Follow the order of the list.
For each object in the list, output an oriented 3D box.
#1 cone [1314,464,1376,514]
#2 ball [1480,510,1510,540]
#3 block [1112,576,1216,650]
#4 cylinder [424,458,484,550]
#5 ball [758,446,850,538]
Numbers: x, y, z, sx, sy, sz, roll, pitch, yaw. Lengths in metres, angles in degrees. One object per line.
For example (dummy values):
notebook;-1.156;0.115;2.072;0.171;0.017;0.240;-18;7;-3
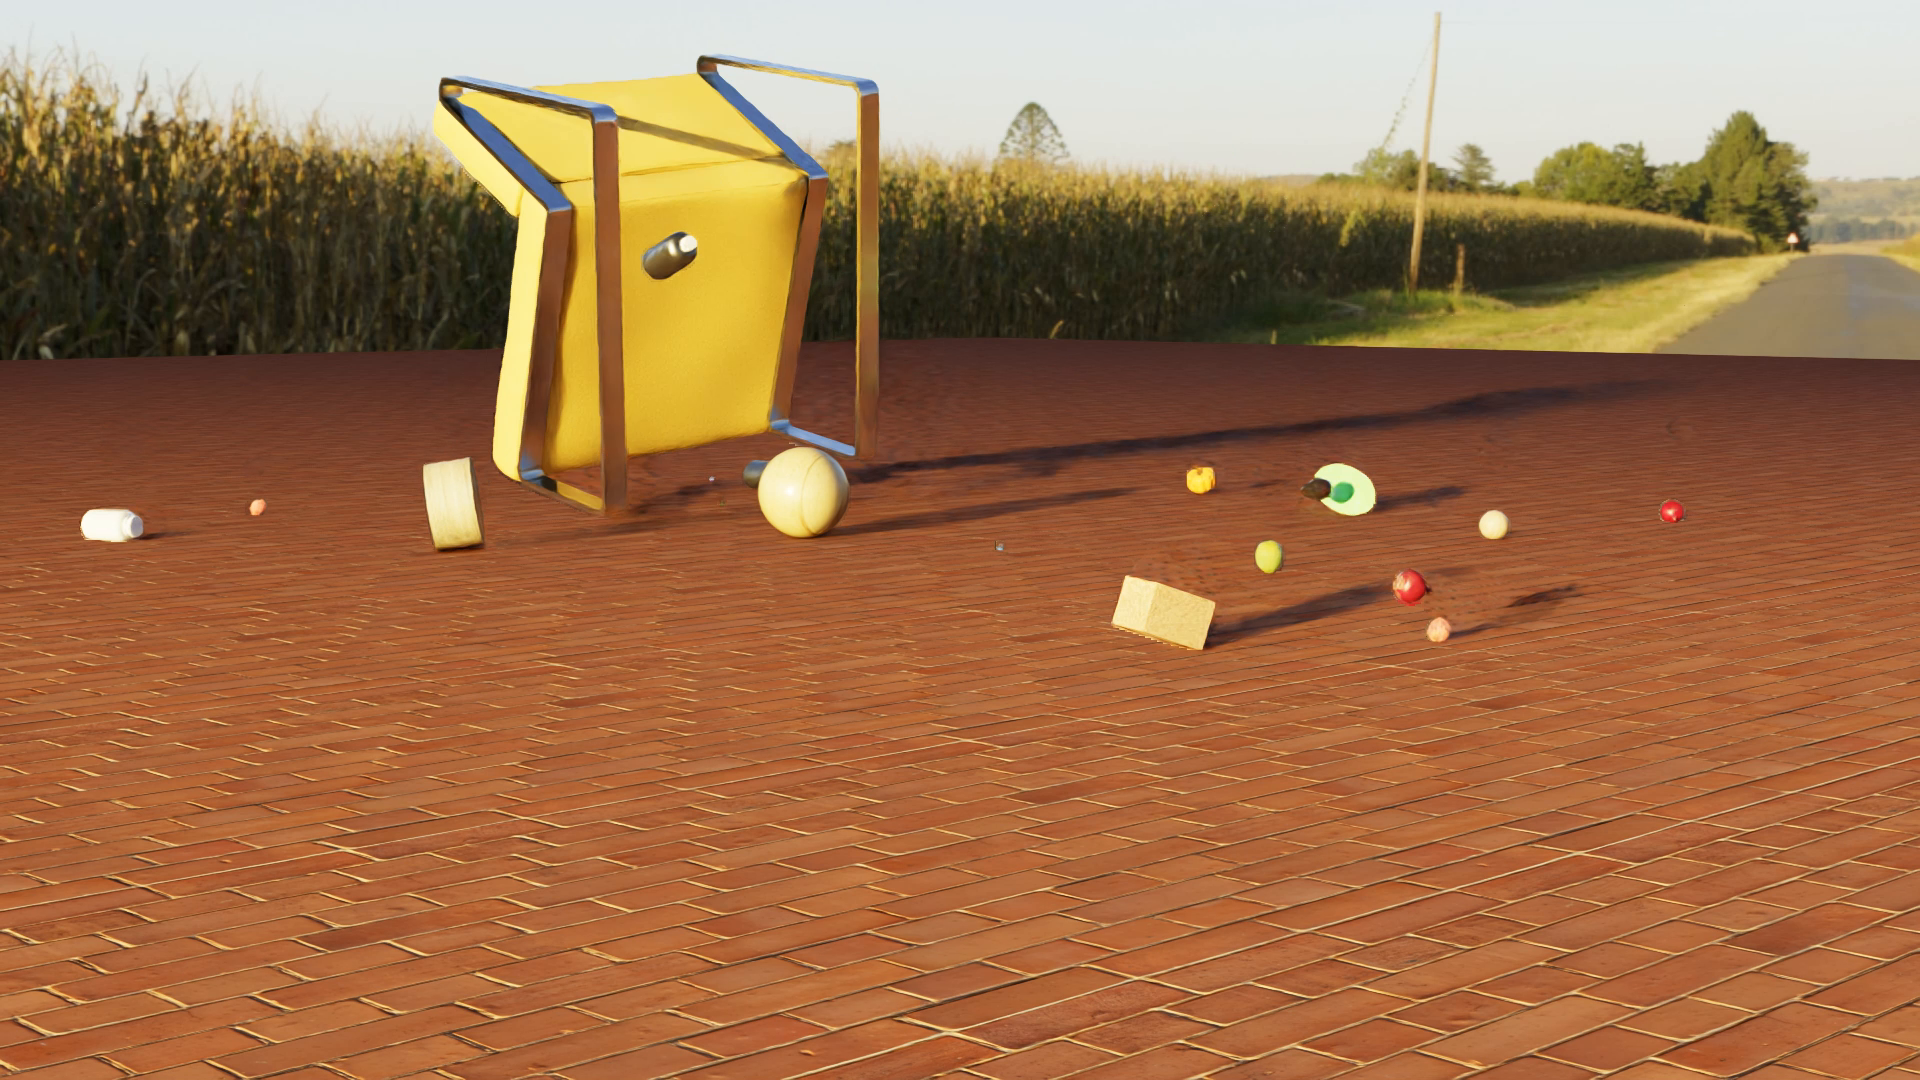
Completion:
cone;1.103;-0.114;7.189;0.197;0.131;0.174;34;-1;31
ball;1.336;-0.037;6.414;0.074;0.074;0.074;0;6;0
block;0.359;0.129;4.521;0.139;0.088;0.091;18;-3;-35
cylinder;-1.214;-0.085;6.156;0.109;0.210;0.201;-9;-8;-6
ball;-0.393;-0.119;6.449;0.230;0.230;0.230;0;6;0
